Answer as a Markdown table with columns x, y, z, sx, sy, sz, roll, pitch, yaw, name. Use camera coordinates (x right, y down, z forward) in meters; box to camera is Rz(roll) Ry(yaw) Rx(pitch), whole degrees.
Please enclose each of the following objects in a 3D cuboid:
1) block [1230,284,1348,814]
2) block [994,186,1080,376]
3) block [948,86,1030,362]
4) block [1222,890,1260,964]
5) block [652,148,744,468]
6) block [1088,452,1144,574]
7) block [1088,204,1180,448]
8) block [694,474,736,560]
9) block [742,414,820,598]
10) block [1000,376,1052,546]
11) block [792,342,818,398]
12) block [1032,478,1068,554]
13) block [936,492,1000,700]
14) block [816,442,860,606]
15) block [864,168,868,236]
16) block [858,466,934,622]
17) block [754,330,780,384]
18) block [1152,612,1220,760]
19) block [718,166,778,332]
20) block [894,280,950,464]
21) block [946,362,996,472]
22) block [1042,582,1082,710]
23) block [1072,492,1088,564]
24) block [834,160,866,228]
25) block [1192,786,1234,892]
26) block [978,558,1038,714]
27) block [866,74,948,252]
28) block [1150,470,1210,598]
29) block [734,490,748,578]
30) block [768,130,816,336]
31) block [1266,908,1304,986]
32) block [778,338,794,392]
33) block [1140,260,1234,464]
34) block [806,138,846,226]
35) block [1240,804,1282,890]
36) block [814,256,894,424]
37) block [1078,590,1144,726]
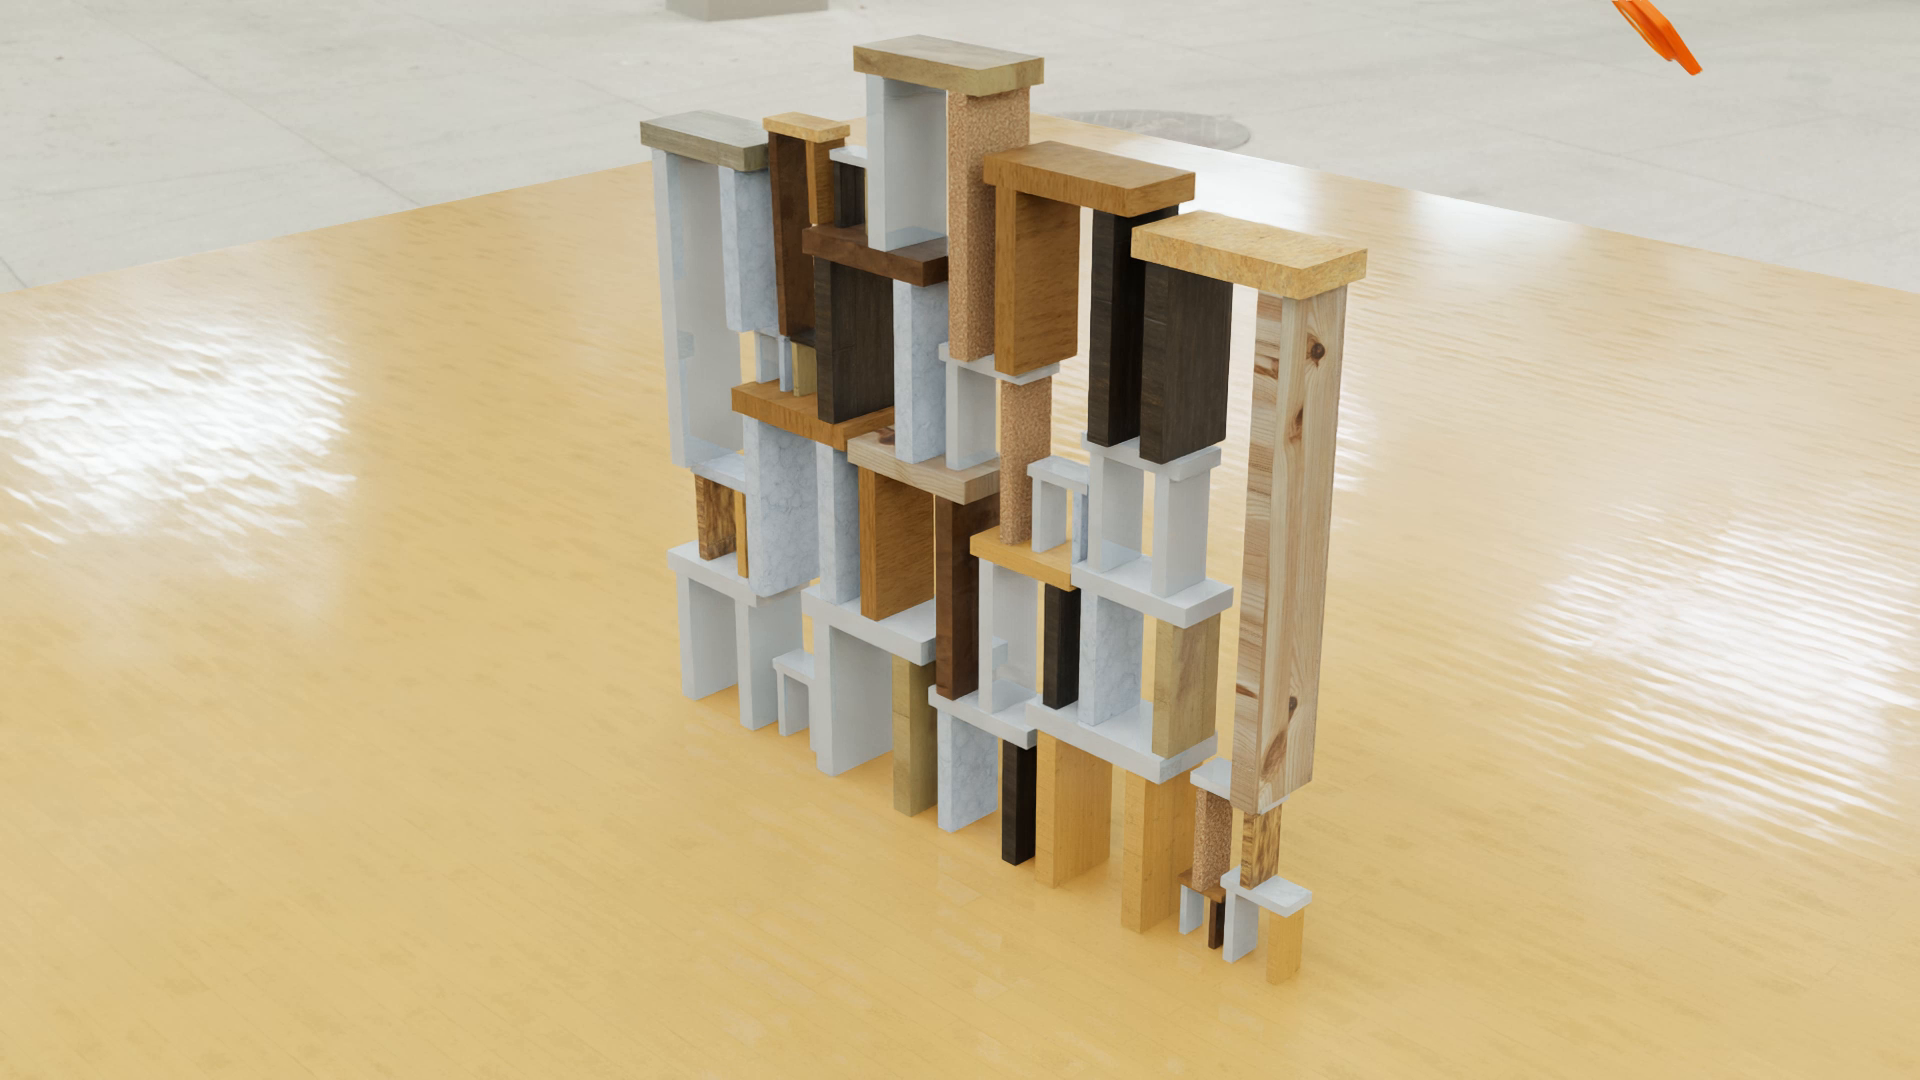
| x | y | z | sx | sy | sz | roll | pitch | yaw | name |
| --- | --- | --- | --- | --- | --- | --- | --- | --- | --- |
| 0.542 | 0.016 | 3.649 | 0.049 | 0.921 | 0.171 | 21 | 31 | 41 | block |
| 0.137 | -0.471 | 3.876 | 0.047 | 0.333 | 0.166 | 21 | 31 | 40 | block |
| 0.051 | -0.568 | 3.916 | 0.045 | 0.481 | 0.160 | 21 | 31 | 40 | block |
| 0.508 | 0.683 | 3.964 | 0.021 | 0.147 | 0.073 | 21 | 31 | 41 | block |
| -0.544 | -0.494 | 4.599 | 0.047 | 0.681 | 0.165 | 21 | 31 | 41 | block |
| 0.277 | -0.062 | 3.897 | 0.031 | 0.222 | 0.111 | 21 | 31 | 41 | block |
| 0.295 | -0.375 | 3.746 | 0.166 | 0.408 | 0.047 | -21 | 31 | -41 | block |
| -0.523 | -0.061 | 4.770 | 0.098 | 0.195 | 0.028 | -22 | 31 | -40 | block |
| -0.365 | -0.091 | 4.584 | 0.048 | 0.396 | 0.170 | 21 | 31 | 41 | block |
| 0.121 | -0.153 | 4.036 | 0.029 | 0.318 | 0.104 | 21 | 31 | 40 | block |
| -0.310 | -0.349 | 4.418 | 0.057 | 0.113 | 0.016 | -21 | 29 | -41 | block |
| 0.164 | -0.055 | 4.027 | 0.020 | 0.144 | 0.072 | 21 | 31 | 40 | block |
| 0.026 | 0.091 | 4.236 | 0.159 | 0.417 | 0.045 | -21 | 31 | -40 | block |
| -0.205 | -0.054 | 4.426 | 0.170 | 0.339 | 0.048 | -21 | 31 | -41 | block |
| -0.148 | -0.638 | 4.120 | 0.018 | 0.128 | 0.064 | 21 | 31 | 41 | block |
| -0.124 | -0.013 | 4.355 | 0.159 | 0.319 | 0.045 | -21 | 31 | -41 | block |
| -0.392 | -0.382 | 4.495 | 0.016 | 0.113 | 0.057 | 21 | 31 | 40 | block |
| 0.401 | 0.244 | 3.894 | 0.037 | 0.264 | 0.132 | 21 | 31 | 41 | block |
| -0.393 | -0.593 | 4.383 | 0.165 | 0.330 | 0.047 | -21 | 31 | -40 | block |
| -0.048 | -0.333 | 4.134 | 0.164 | 0.352 | 0.047 | -21 | 31 | -41 | block |
| 0.021 | -0.242 | 4.105 | 0.029 | 0.208 | 0.104 | 21 | 31 | 40 | block |
| 0.210 | 0.179 | 4.068 | 0.035 | 0.248 | 0.124 | 21 | 31 | 40 | block |
| 0.234 | -0.029 | 3.967 | 0.020 | 0.144 | 0.072 | 21 | 31 | 40 | block |
| -0.209 | -0.661 | 4.175 | 0.018 | 0.128 | 0.064 | 21 | 31 | 41 | block |
| 0.456 | 0.524 | 3.957 | 0.023 | 0.210 | 0.080 | 21 | 31 | 41 | block |
| 0.092 | 0.166 | 4.188 | 0.035 | 0.317 | 0.124 | 21 | 31 | 41 | block |
| -0.096 | -0.702 | 4.026 | 0.045 | 0.320 | 0.160 | 21 | 31 | 40 | block |
| 0.382 | -0.021 | 3.800 | 0.031 | 0.222 | 0.111 | 21 | 31 | 41 | block |
| -0.430 | -0.025 | 4.686 | 0.098 | 0.195 | 0.028 | -21 | 31 | -41 | block |
| -0.328 | -0.605 | 4.316 | 0.023 | 0.406 | 0.080 | 19 | 30 | 40 | block |
| 0.577 | 0.710 | 3.901 | 0.021 | 0.147 | 0.073 | 21 | 31 | 41 | block |
| -0.338 | -0.361 | 4.445 | 0.057 | 0.113 | 0.016 | -21 | 31 | -40 | block |
| 0.380 | -0.314 | 3.686 | 0.171 | 0.343 | 0.049 | -21 | 31 | -40 | block |
| -0.254 | -0.689 | 4.200 | 0.023 | 0.160 | 0.080 | 19 | 29 | 42 | block |
| 0.531 | 0.531 | 3.878 | 0.023 | 0.159 | 0.080 | 21 | 31 | 41 | block |
| -0.203 | -0.404 | 4.272 | 0.047 | 0.328 | 0.164 | 21 | 31 | 41 | block |
| 0.276 | 0.195 | 4.008 | 0.037 | 0.264 | 0.132 | 21 | 31 | 41 | block |
